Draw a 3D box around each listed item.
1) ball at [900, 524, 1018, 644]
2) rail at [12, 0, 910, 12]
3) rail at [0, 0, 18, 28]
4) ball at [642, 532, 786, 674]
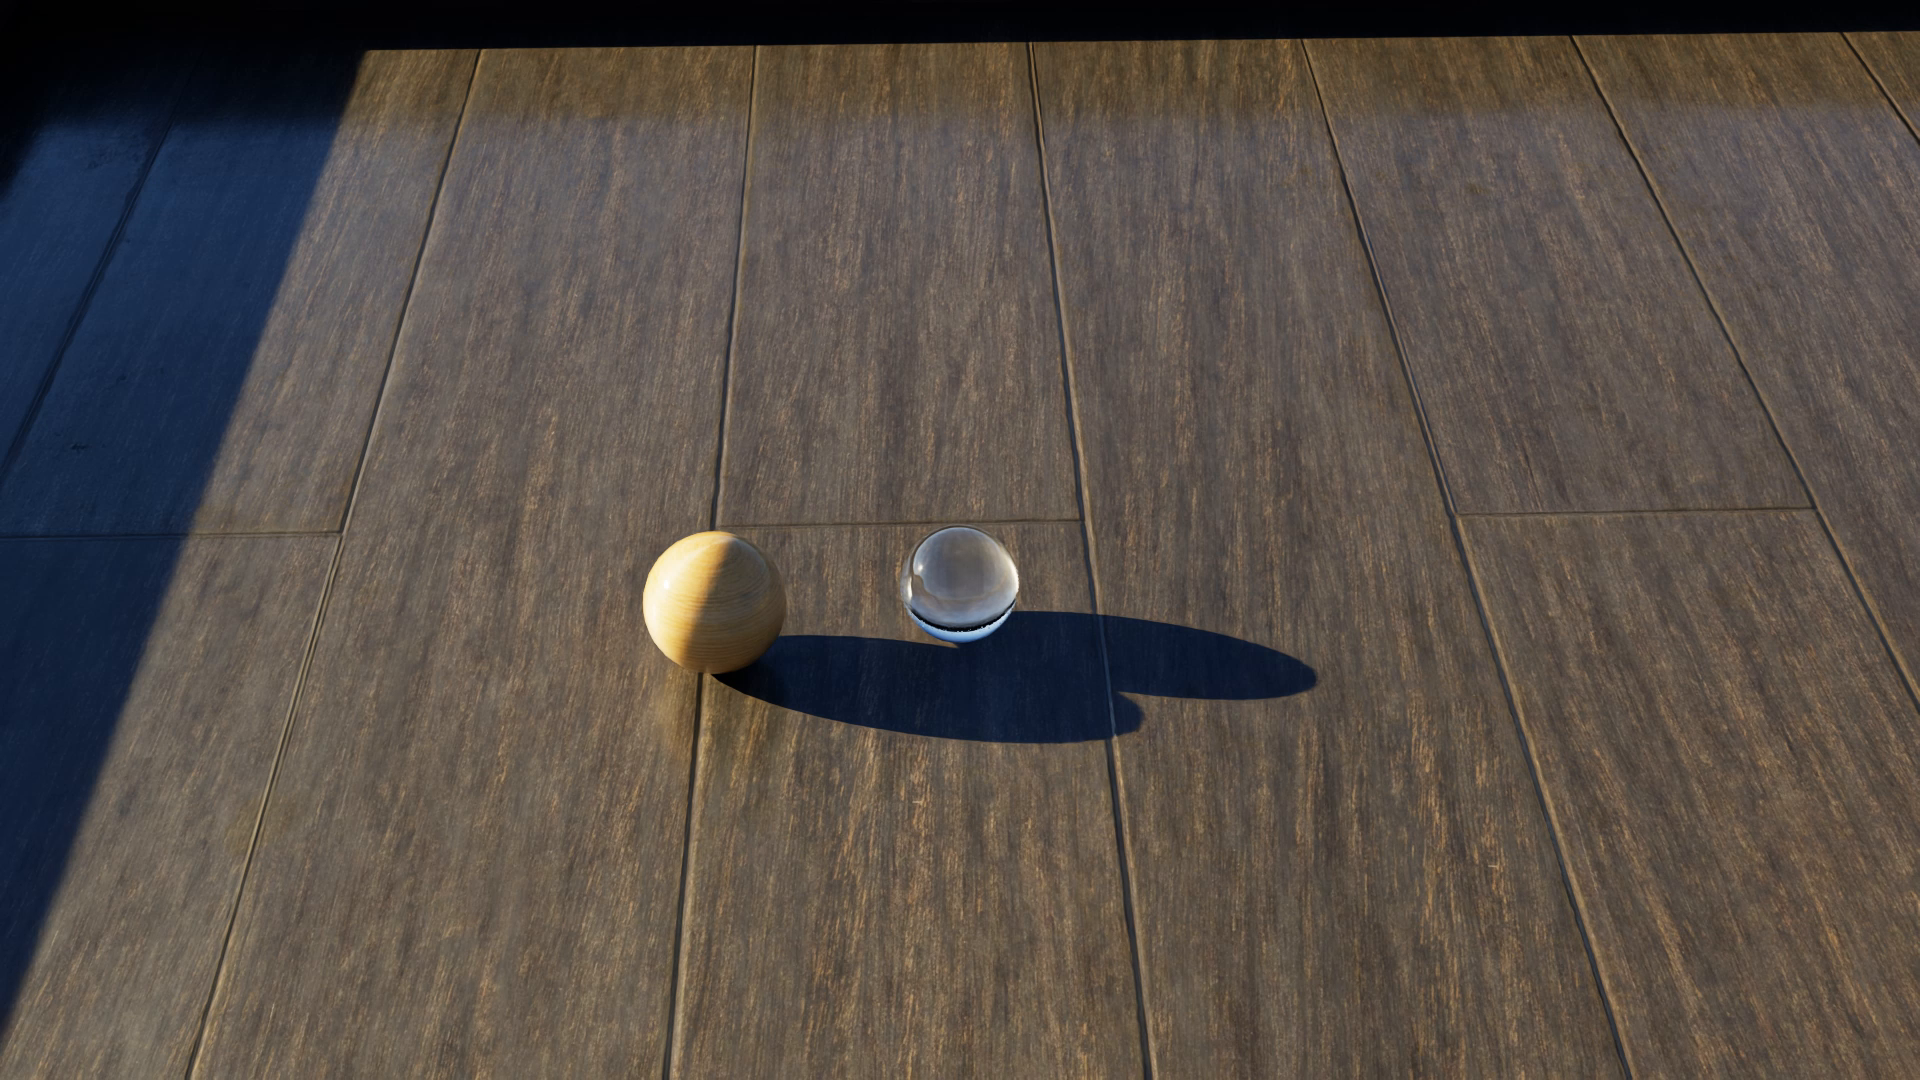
[{"bbox_3d":[-0.001,0.027,1.616,0.075,0.075,0.075,0,36,0],"label":"ball"},{"bbox_3d":[0.836,-0.557,2.387,3.449,0.117,0.045,-1,36,-1],"label":"rail"},{"bbox_3d":[-0.838,-0.001,1.618,0.045,0.117,1.849,-1,36,-1],"label":"rail"},{"bbox_3d":[-0.152,0.039,1.589,0.089,0.089,0.089,0,36,0],"label":"ball"}]
